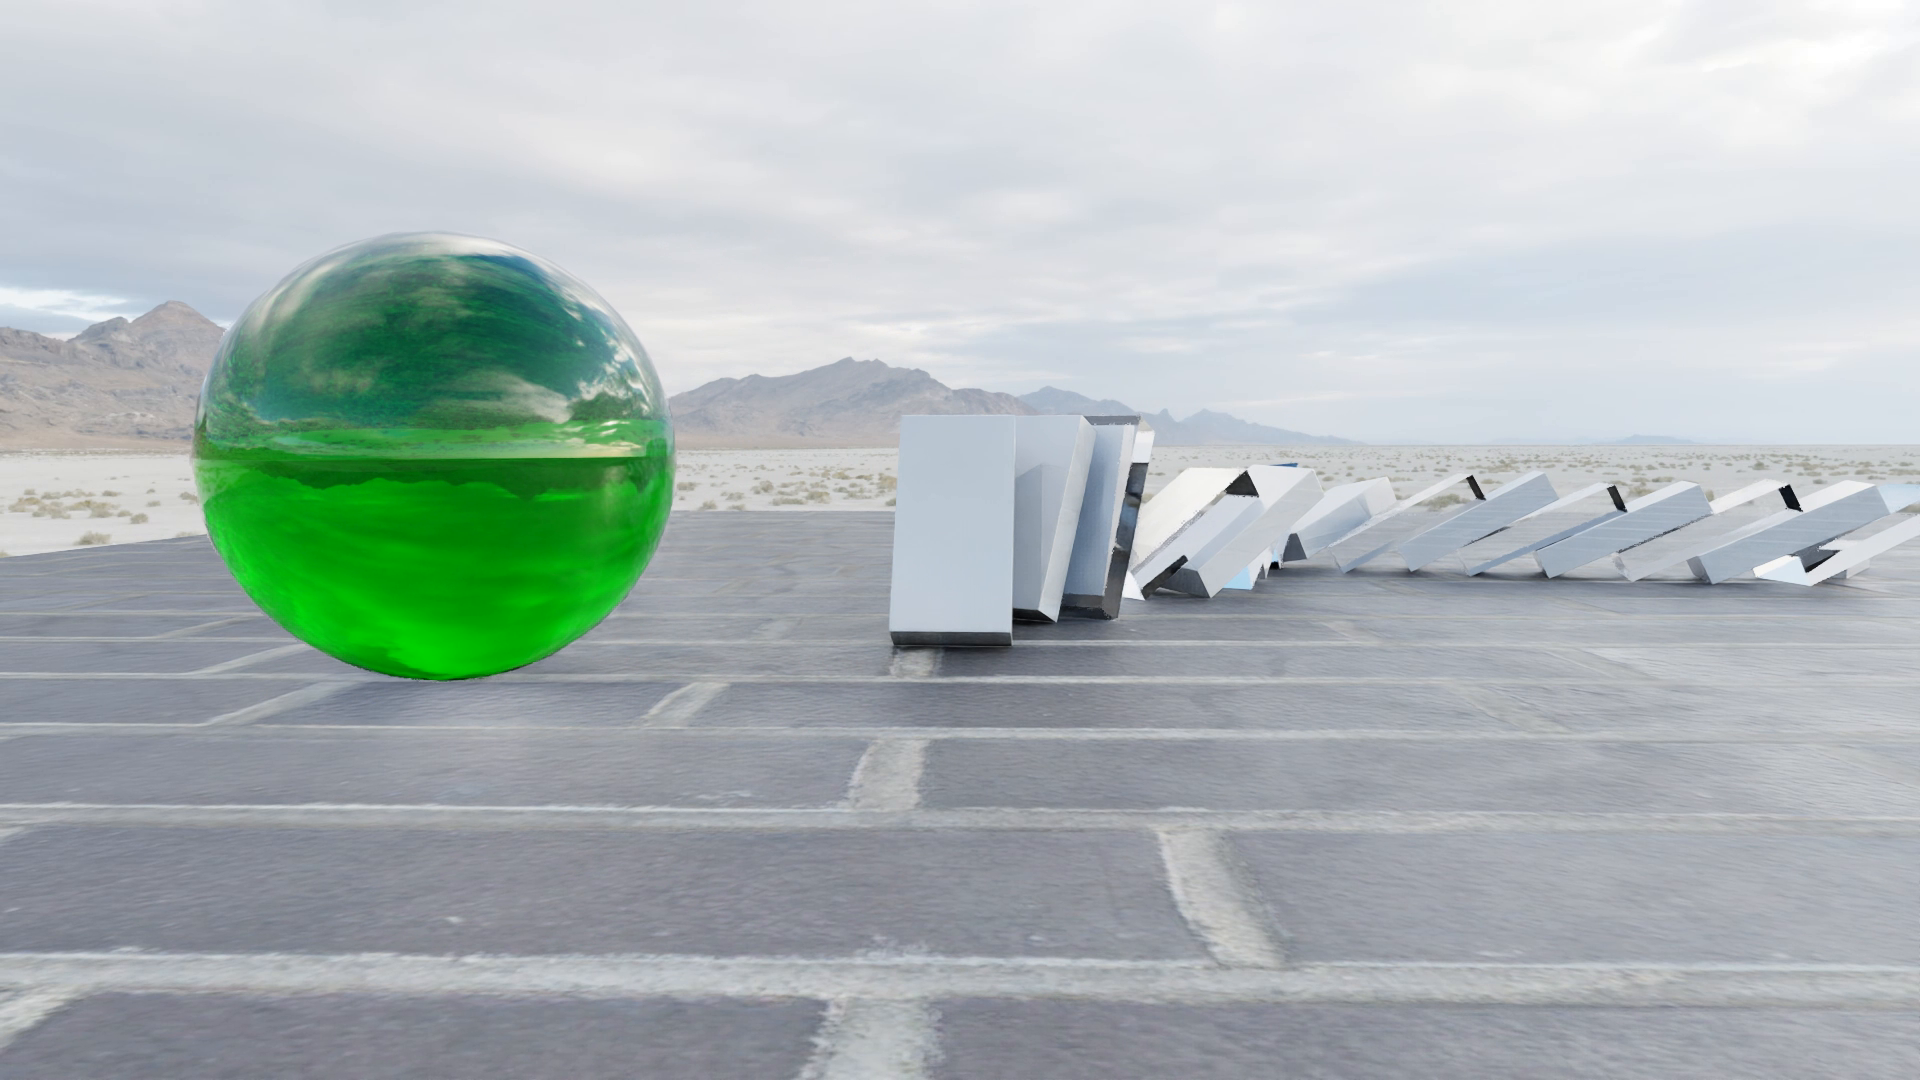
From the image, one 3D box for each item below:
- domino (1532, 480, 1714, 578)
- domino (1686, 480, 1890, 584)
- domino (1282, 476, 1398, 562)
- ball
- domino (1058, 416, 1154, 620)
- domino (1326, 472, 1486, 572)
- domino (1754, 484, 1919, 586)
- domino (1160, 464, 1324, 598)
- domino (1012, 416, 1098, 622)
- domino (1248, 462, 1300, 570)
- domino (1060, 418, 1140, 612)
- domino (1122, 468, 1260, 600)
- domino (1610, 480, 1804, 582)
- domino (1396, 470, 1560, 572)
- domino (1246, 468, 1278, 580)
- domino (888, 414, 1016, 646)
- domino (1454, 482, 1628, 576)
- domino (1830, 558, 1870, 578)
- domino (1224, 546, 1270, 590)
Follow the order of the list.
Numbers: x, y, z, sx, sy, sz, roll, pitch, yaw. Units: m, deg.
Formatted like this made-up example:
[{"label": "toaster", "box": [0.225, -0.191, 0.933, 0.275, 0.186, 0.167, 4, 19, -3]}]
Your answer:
[{"label": "domino", "box": [0.209, -0.003, 0.410, 0.050, 0.010, 0.025, -26, -3, 19]}, {"label": "domino", "box": [0.251, -0.003, 0.392, 0.050, 0.009, 0.025, -26, -3, 18]}, {"label": "domino", "box": [0.126, -0.007, 0.449, 0.050, 0.009, 0.025, -27, 8, -30]}, {"label": "ball", "box": [-0.092, -0.015, 0.231, 0.080, 0.080, 0.080, 0, 4, 0]}, {"label": "domino", "box": [0.031, -0.006, 0.319, 0.025, 0.050, 0.010, 3, -19, 33]}, {"label": "domino", "box": [0.148, -0.006, 0.430, 0.050, 0.010, 0.025, -29, -2, 12]}, {"label": "domino", "box": [0.276, -0.002, 0.397, 0.050, 0.009, 0.025, -25, 5, 0]}, {"label": "domino", "box": [0.079, -0.003, 0.372, 0.050, 0.009, 0.025, -38, 23, -21]}, {"label": "domino", "box": [0.016, -0.006, 0.316, 0.025, 0.050, 0.009, 3, -19, 33]}, {"label": "domino", "box": [0.099, -0.008, 0.435, 0.025, 0.010, 0.050, -4, 33, 27]}, {"label": "domino", "box": [0.031, -0.007, 0.333, 0.025, 0.050, 0.010, 2, -21, 22]}, {"label": "domino", "box": [0.060, -0.003, 0.368, 0.050, 0.009, 0.025, -39, 22, -23]}, {"label": "domino", "box": [0.231, -0.003, 0.400, 0.050, 0.010, 0.025, -26, -3, 19]}, {"label": "domino", "box": [0.169, -0.006, 0.423, 0.050, 0.009, 0.025, -29, -4, 17]}, {"label": "domino", "box": [0.091, -0.006, 0.416, 0.025, 0.009, 0.050, -1, 34, 26]}, {"label": "domino", "box": [-0.001, -0.003, 0.275, 0.025, 0.050, 0.009, 0, -23, 4]}, {"label": "domino", "box": [0.187, -0.004, 0.418, 0.050, 0.009, 0.025, -25, -3, 16]}, {"label": "domino", "box": [0.288, 0.005, 0.432, 0.025, 0.009, 0.050, 4, 6, 42]}, {"label": "domino", "box": [0.084, -0.004, 0.397, 0.025, 0.010, 0.050, 2, 36, 29]}]
